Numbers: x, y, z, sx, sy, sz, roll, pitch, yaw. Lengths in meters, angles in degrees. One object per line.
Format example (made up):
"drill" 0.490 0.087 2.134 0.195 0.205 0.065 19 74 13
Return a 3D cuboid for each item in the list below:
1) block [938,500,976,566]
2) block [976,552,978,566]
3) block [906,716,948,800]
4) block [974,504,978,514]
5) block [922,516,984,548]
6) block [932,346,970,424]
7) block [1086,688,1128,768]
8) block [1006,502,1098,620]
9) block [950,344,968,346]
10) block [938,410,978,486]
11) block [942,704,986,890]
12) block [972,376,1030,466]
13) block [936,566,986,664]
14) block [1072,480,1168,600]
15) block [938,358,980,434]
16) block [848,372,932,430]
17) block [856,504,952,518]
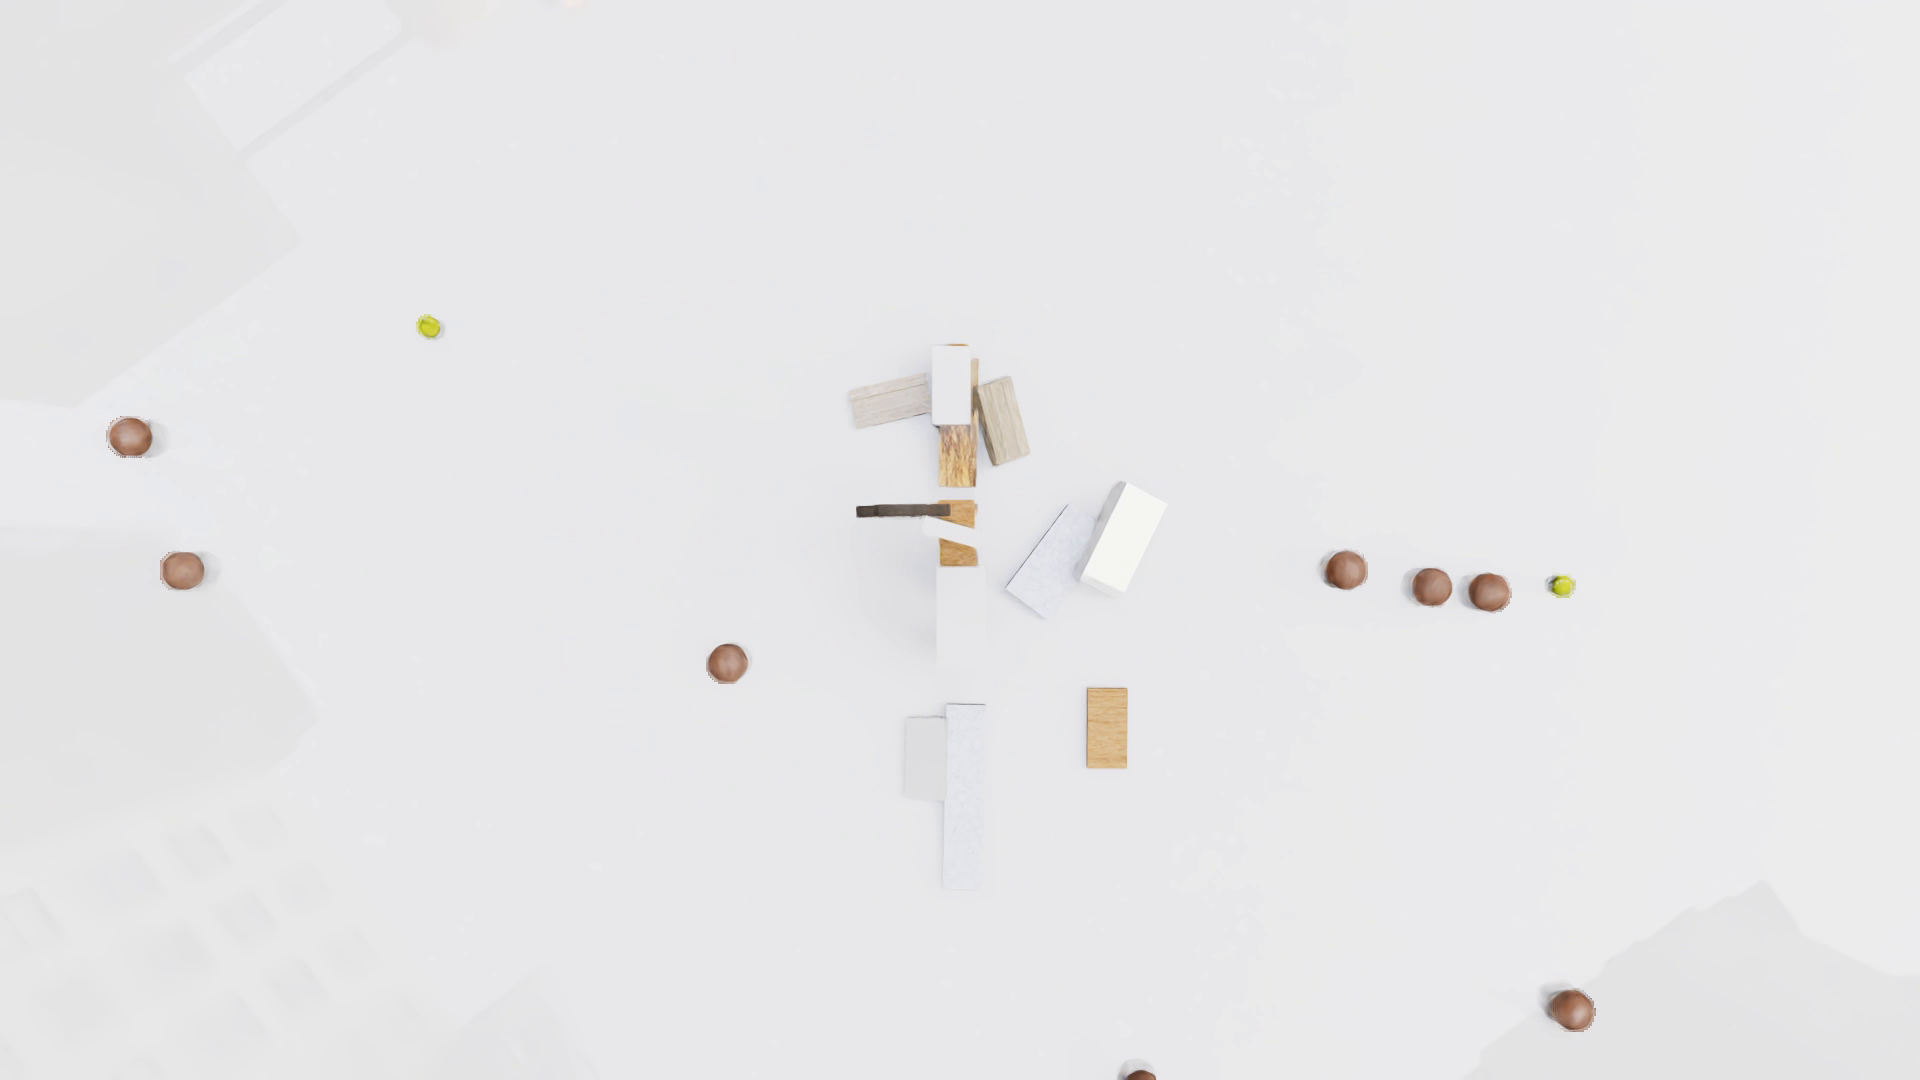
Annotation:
"block" -0.009 -0.012 5.252 0.115 0.033 0.230 -2 90 0
"block" 0.000 0.058 5.384 0.115 0.230 0.033 2 93 0
"block" -0.109 0.722 5.462 0.132 0.037 0.265 1 90 18
"block" 0.000 -0.101 5.385 0.115 0.230 0.033 1 90 0
"block" -0.020 -0.024 5.017 0.177 0.438 0.050 16 90 0
"block" -0.028 -0.504 5.375 0.126 0.036 0.251 0 97 0
"block" 0.489 0.625 5.481 0.132 0.037 0.265 0 90 0
"block" 0.328 0.071 5.475 0.177 0.050 0.355 37 90 0
"block" -0.005 -0.585 5.435 0.063 0.018 0.125 0 105 0
"block" -0.006 -0.303 5.452 0.126 0.036 0.251 1 105 -1
"block" 0.016 0.852 5.481 0.132 0.037 0.611 1 90 0
"block" 0.137 -0.391 5.427 0.132 0.037 0.264 -21 104 -26
"block" 0.002 0.236 5.174 0.152 0.043 0.303 0 90 0
"block" 0.528 0.001 5.436 0.177 0.050 0.355 26 90 -28
"block" -0.004 -0.473 5.441 0.126 0.036 0.251 2 109 -1
"block" -0.228 -0.463 5.481 0.264 0.037 0.132 -13 89 0
"block" -0.175 -0.091 5.158 0.264 0.132 0.037 -1 90 -33
